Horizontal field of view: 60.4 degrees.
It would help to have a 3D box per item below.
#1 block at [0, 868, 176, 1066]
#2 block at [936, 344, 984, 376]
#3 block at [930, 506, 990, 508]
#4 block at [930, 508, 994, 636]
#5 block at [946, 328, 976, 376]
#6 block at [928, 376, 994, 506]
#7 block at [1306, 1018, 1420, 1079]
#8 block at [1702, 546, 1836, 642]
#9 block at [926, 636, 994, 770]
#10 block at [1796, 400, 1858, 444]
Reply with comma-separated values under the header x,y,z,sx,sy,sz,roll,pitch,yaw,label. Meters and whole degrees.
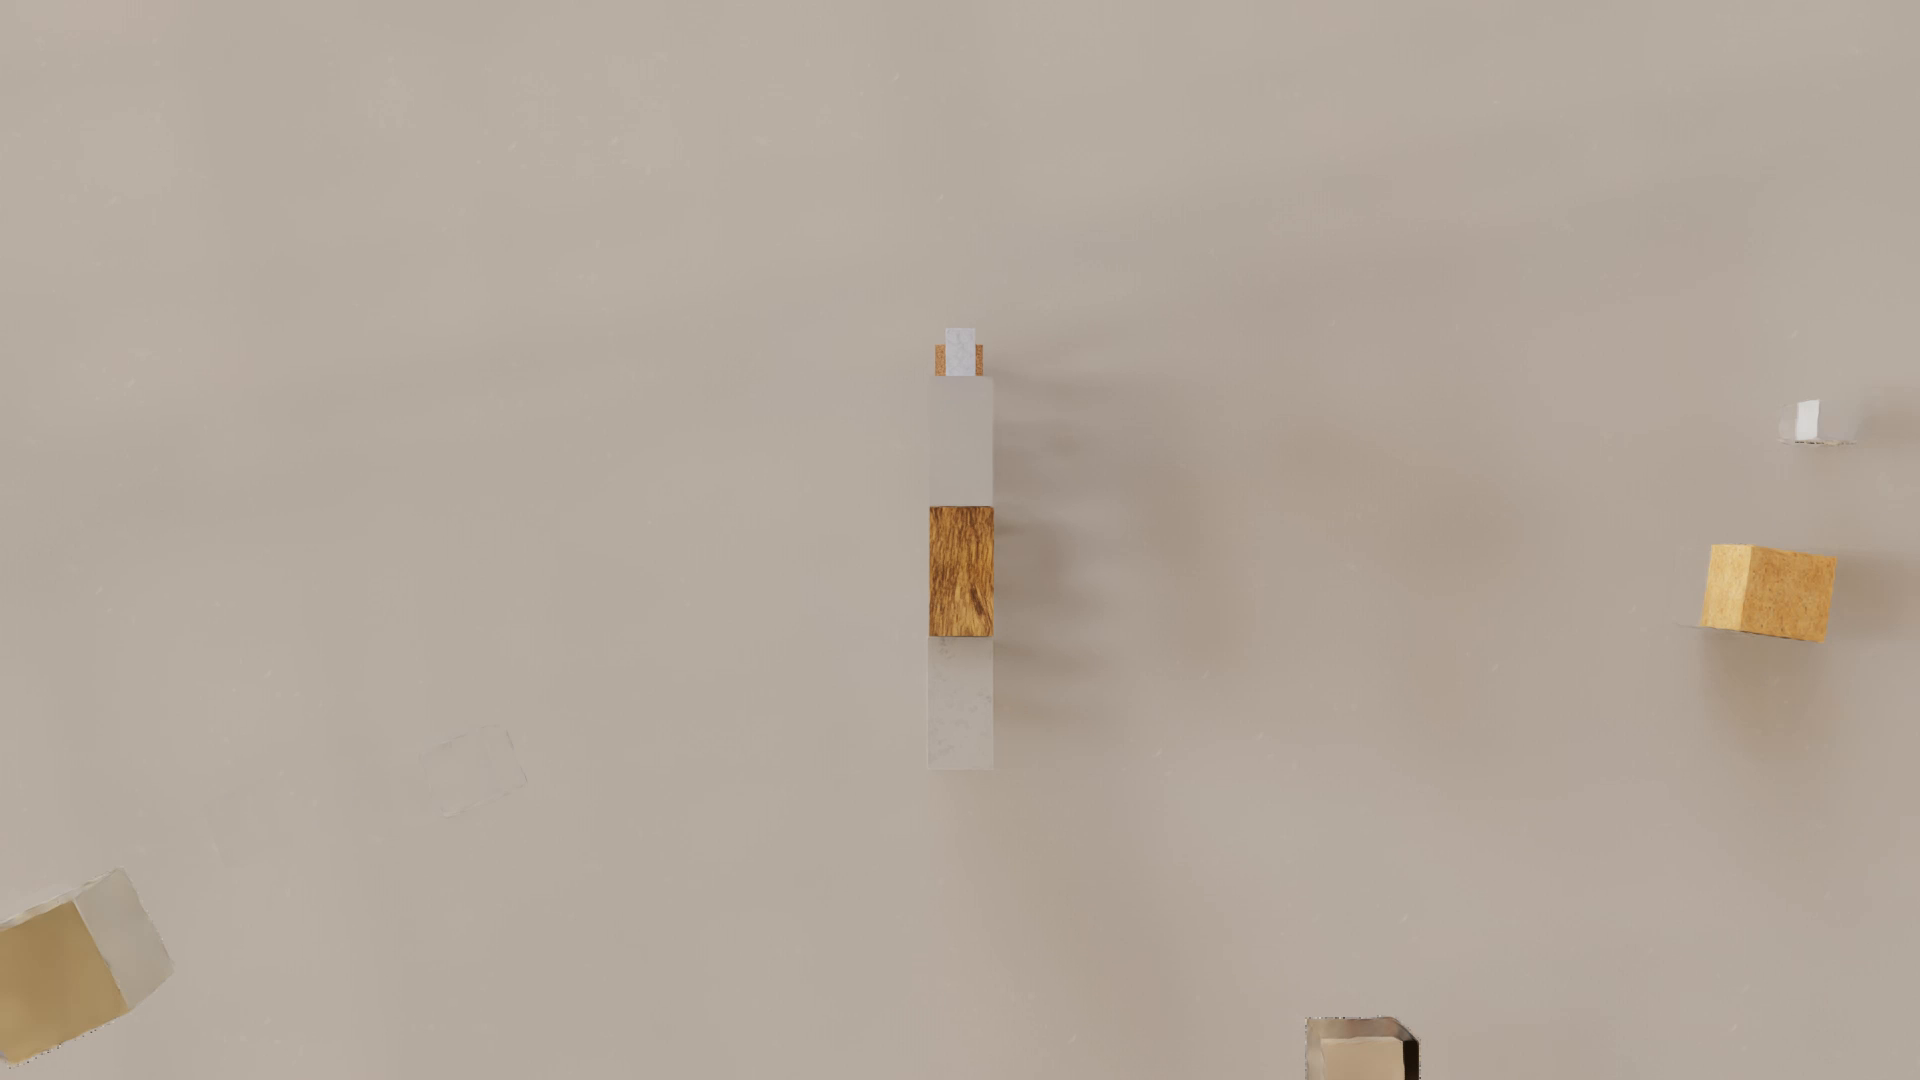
x,y,z,sx,sy,sz,roll,pitch,yaw,label
-2.096,0.995,3.878,0.288,0.288,0.288,-24,96,-4,block
-0.002,-0.448,5.034,0.145,0.041,0.291,0,90,0,block
0.000,-0.123,4.826,0.175,0.050,0.350,0,90,0,block
0.004,0.085,4.433,0.172,0.049,0.344,0,90,0,block
0.002,-0.531,4.826,0.087,0.025,0.175,0,90,0,block
0.004,-0.264,4.429,0.174,0.049,0.347,0,90,0,block
1.304,1.737,5.348,0.293,0.293,0.293,-1,88,0,block
2.626,0.172,5.364,0.273,0.273,0.273,8,90,0,block
0.000,0.439,4.455,0.178,0.050,0.356,0,90,0,block
2.857,-0.389,5.436,0.128,0.128,0.128,5,90,0,block
